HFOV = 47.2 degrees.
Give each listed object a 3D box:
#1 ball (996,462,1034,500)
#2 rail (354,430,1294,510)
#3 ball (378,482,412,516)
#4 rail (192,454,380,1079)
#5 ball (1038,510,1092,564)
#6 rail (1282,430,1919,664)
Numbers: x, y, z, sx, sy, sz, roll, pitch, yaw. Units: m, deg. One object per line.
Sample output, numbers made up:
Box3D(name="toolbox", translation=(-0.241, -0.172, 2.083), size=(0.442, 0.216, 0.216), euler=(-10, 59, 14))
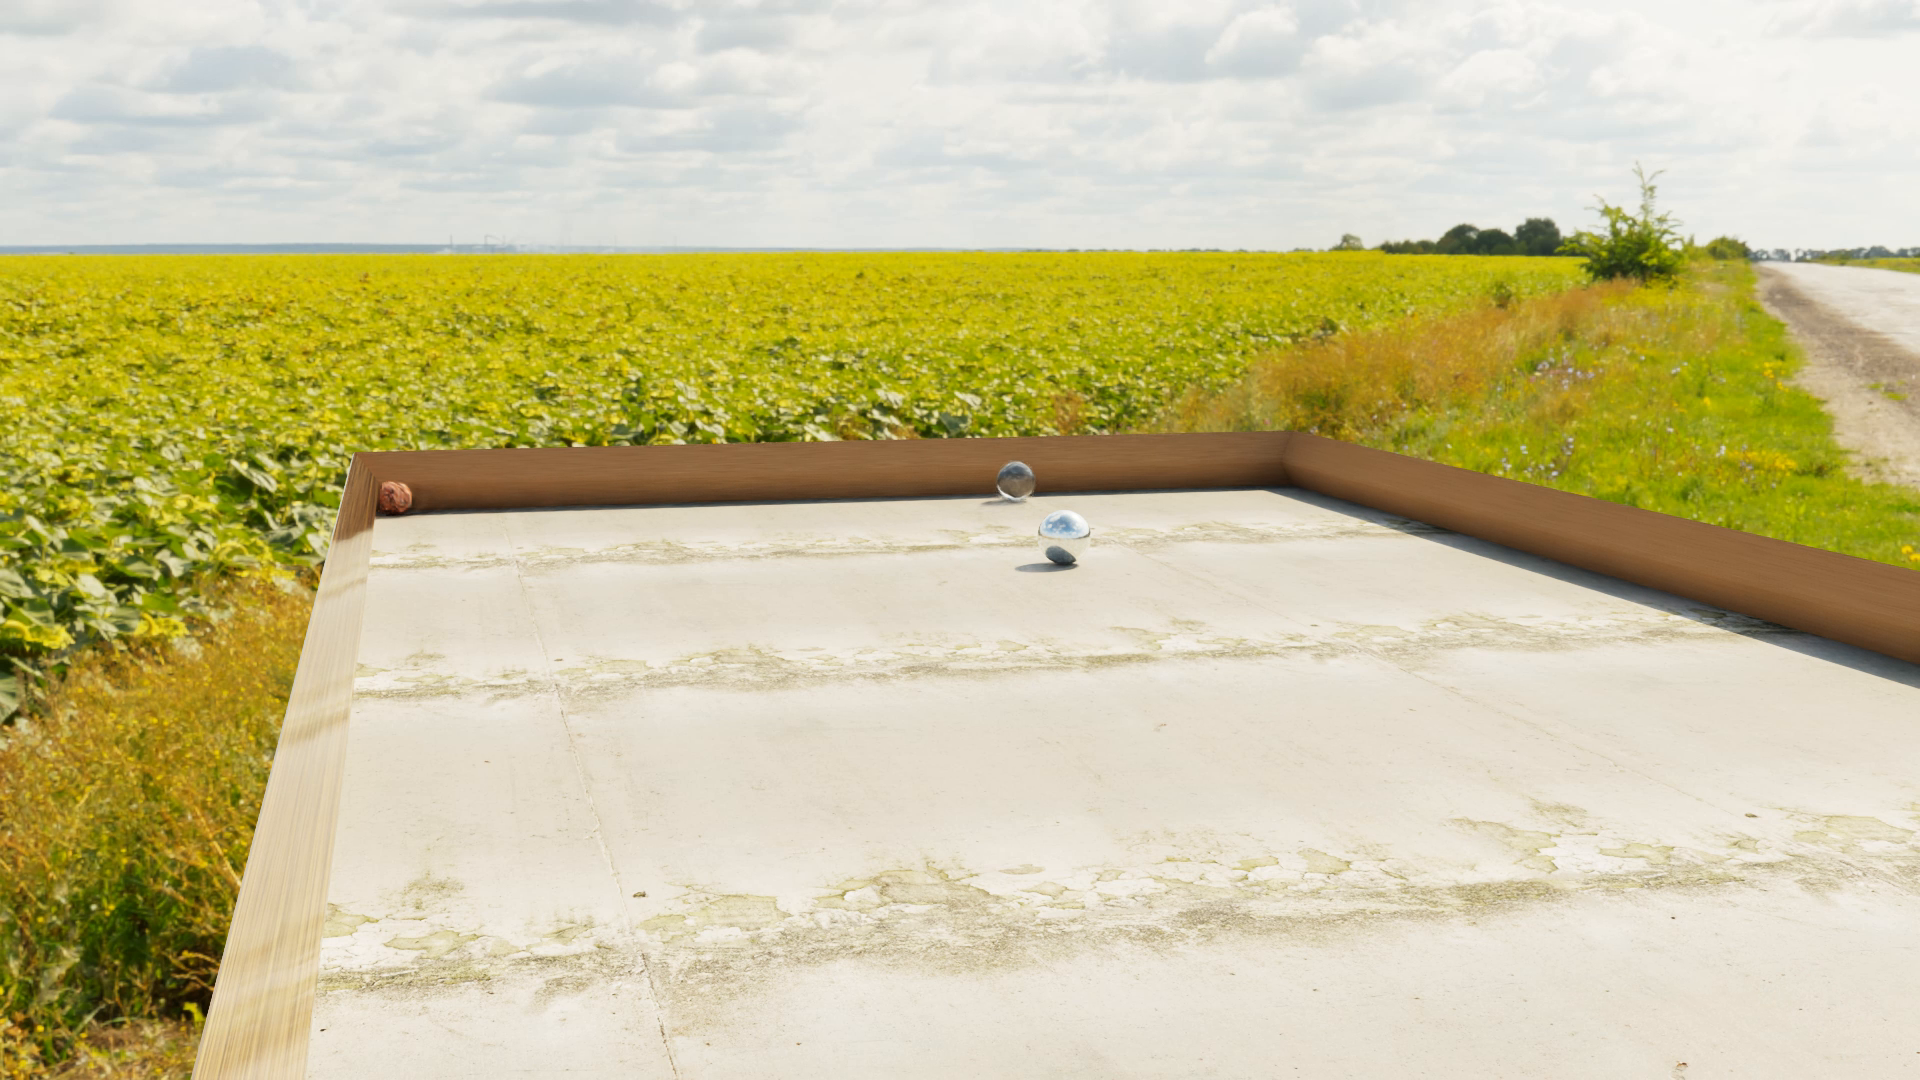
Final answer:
Box3D(name="ball", translation=(0.110, -0.116, 4.324), size=(0.075, 0.075, 0.075), euler=(0, 8, 0))
Box3D(name="rail", translation=(-0.216, -0.138, 4.341), size=(1.892, 0.112, 0.045), euler=(-2, 8, -14))
Box3D(name="ball", translation=(-1.052, -0.077, 4.093), size=(0.064, 0.064, 0.064), euler=(0, 8, 0))
Box3D(name="rail", translation=(-0.674, 0.139, 2.369), size=(0.045, 0.112, 3.693), euler=(-2, 8, -14))
Box3D(name="ball", translation=(0.166, -0.005, 3.492), size=(0.086, 0.086, 0.086), euler=(0, 8, 0))
Box3D(name="rail", translation=(1.117, 0.077, 2.808), size=(0.045, 0.112, 3.693), euler=(-2, 8, -14))
